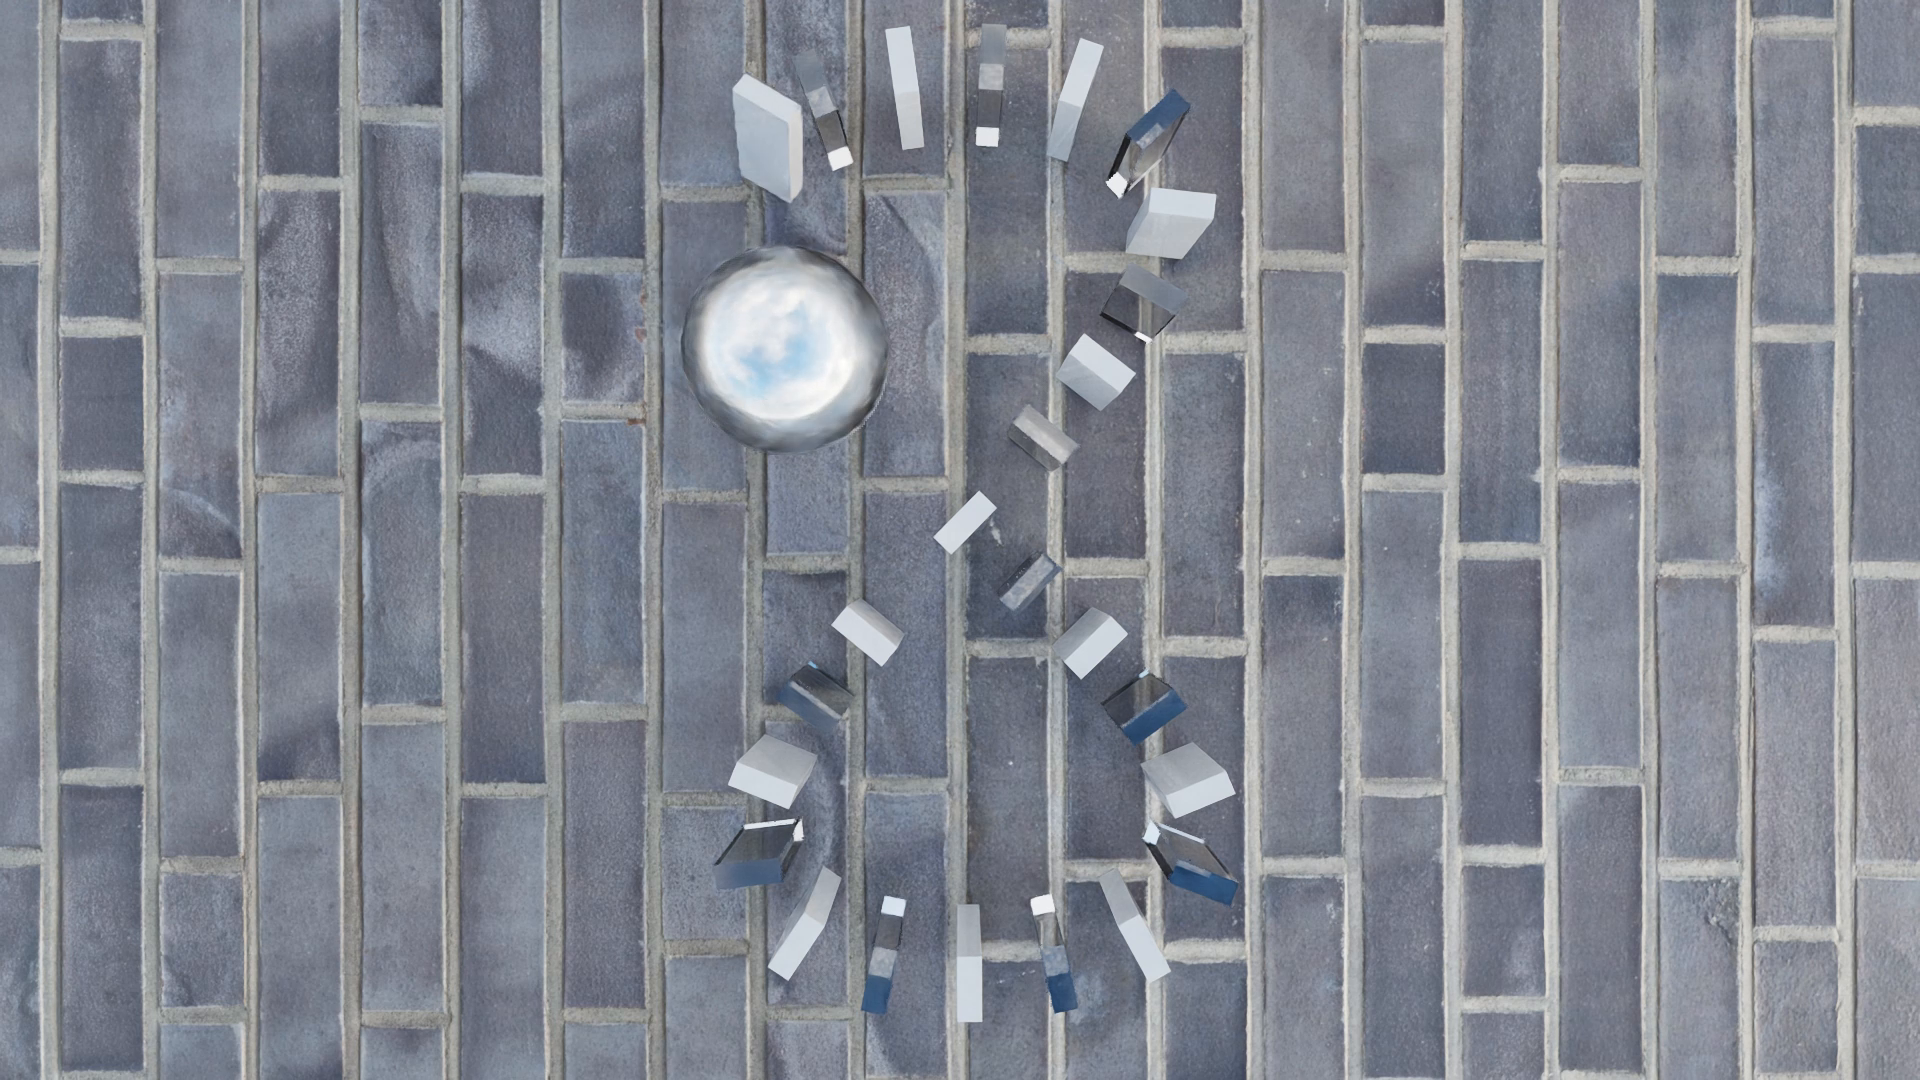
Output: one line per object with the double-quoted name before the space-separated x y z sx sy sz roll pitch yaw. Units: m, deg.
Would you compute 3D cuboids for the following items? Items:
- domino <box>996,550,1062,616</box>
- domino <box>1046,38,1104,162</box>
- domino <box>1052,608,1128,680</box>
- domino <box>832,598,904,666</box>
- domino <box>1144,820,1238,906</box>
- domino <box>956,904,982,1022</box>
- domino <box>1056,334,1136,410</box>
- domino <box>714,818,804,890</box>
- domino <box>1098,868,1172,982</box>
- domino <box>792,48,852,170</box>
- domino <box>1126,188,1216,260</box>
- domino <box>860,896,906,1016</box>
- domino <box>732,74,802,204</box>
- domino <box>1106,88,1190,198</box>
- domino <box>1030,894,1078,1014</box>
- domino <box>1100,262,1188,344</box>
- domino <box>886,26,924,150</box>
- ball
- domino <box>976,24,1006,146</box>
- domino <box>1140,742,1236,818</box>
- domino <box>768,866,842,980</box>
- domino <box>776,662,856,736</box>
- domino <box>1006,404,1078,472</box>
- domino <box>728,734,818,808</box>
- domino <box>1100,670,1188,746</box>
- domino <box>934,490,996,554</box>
"domino" 0.027 0.017 0.375 0.010 0.050 0.025 43 90 0
"domino" 0.046 -0.178 0.375 0.009 0.050 0.025 19 90 0
"domino" 0.052 0.041 0.375 0.025 0.050 0.010 -44 90 0
"domino" -0.037 0.037 0.375 0.025 0.050 0.009 39 90 0
"domino" 0.093 0.131 0.375 0.025 0.050 0.009 21 90 0
"domino" 0.004 0.172 0.375 0.010 0.050 0.025 0 90 0
"domino" 0.054 -0.068 0.375 0.025 0.050 0.009 38 90 0
"domino" -0.081 0.128 0.375 0.025 0.050 0.009 -7 90 0
"domino" 0.070 0.156 0.375 0.009 0.050 0.025 -29 90 0
"domino" -0.056 -0.175 0.375 0.009 0.050 0.025 -22 90 0
"domino" 0.085 -0.129 0.375 0.025 0.050 0.010 6 90 0
"domino" -0.031 0.168 0.375 0.009 0.050 0.025 12 90 0
"domino" -0.078 -0.163 0.375 0.025 0.050 0.010 30 72 0
"domino" 0.076 -0.161 0.375 0.025 0.050 0.010 -43 90 0
"domino" 0.038 0.168 0.375 0.009 0.050 0.025 -13 90 0
"domino" 0.074 -0.096 0.375 0.025 0.050 0.010 29 90 0
"domino" -0.022 -0.183 0.375 0.010 0.050 0.025 -8 90 0
"ball" -0.068 -0.074 0.360 0.080 0.080 0.080 0 90 0
"domino" 0.012 -0.185 0.375 0.010 0.050 0.025 3 90 0
"domino" 0.092 0.097 0.375 0.025 0.050 0.009 -23 90 0
"domino" -0.063 0.155 0.375 0.009 0.050 0.025 34 90 0
"domino" -0.058 0.064 0.375 0.025 0.050 0.010 36 90 0
"domino" 0.033 -0.041 0.375 0.025 0.050 0.010 39 90 0
"domino" -0.075 0.094 0.375 0.025 0.050 0.009 22 90 0
"domino" 0.074 0.068 0.375 0.025 0.050 0.010 -36 90 0
"domino" 0.002 -0.007 0.375 0.010 0.050 0.025 44 90 0
